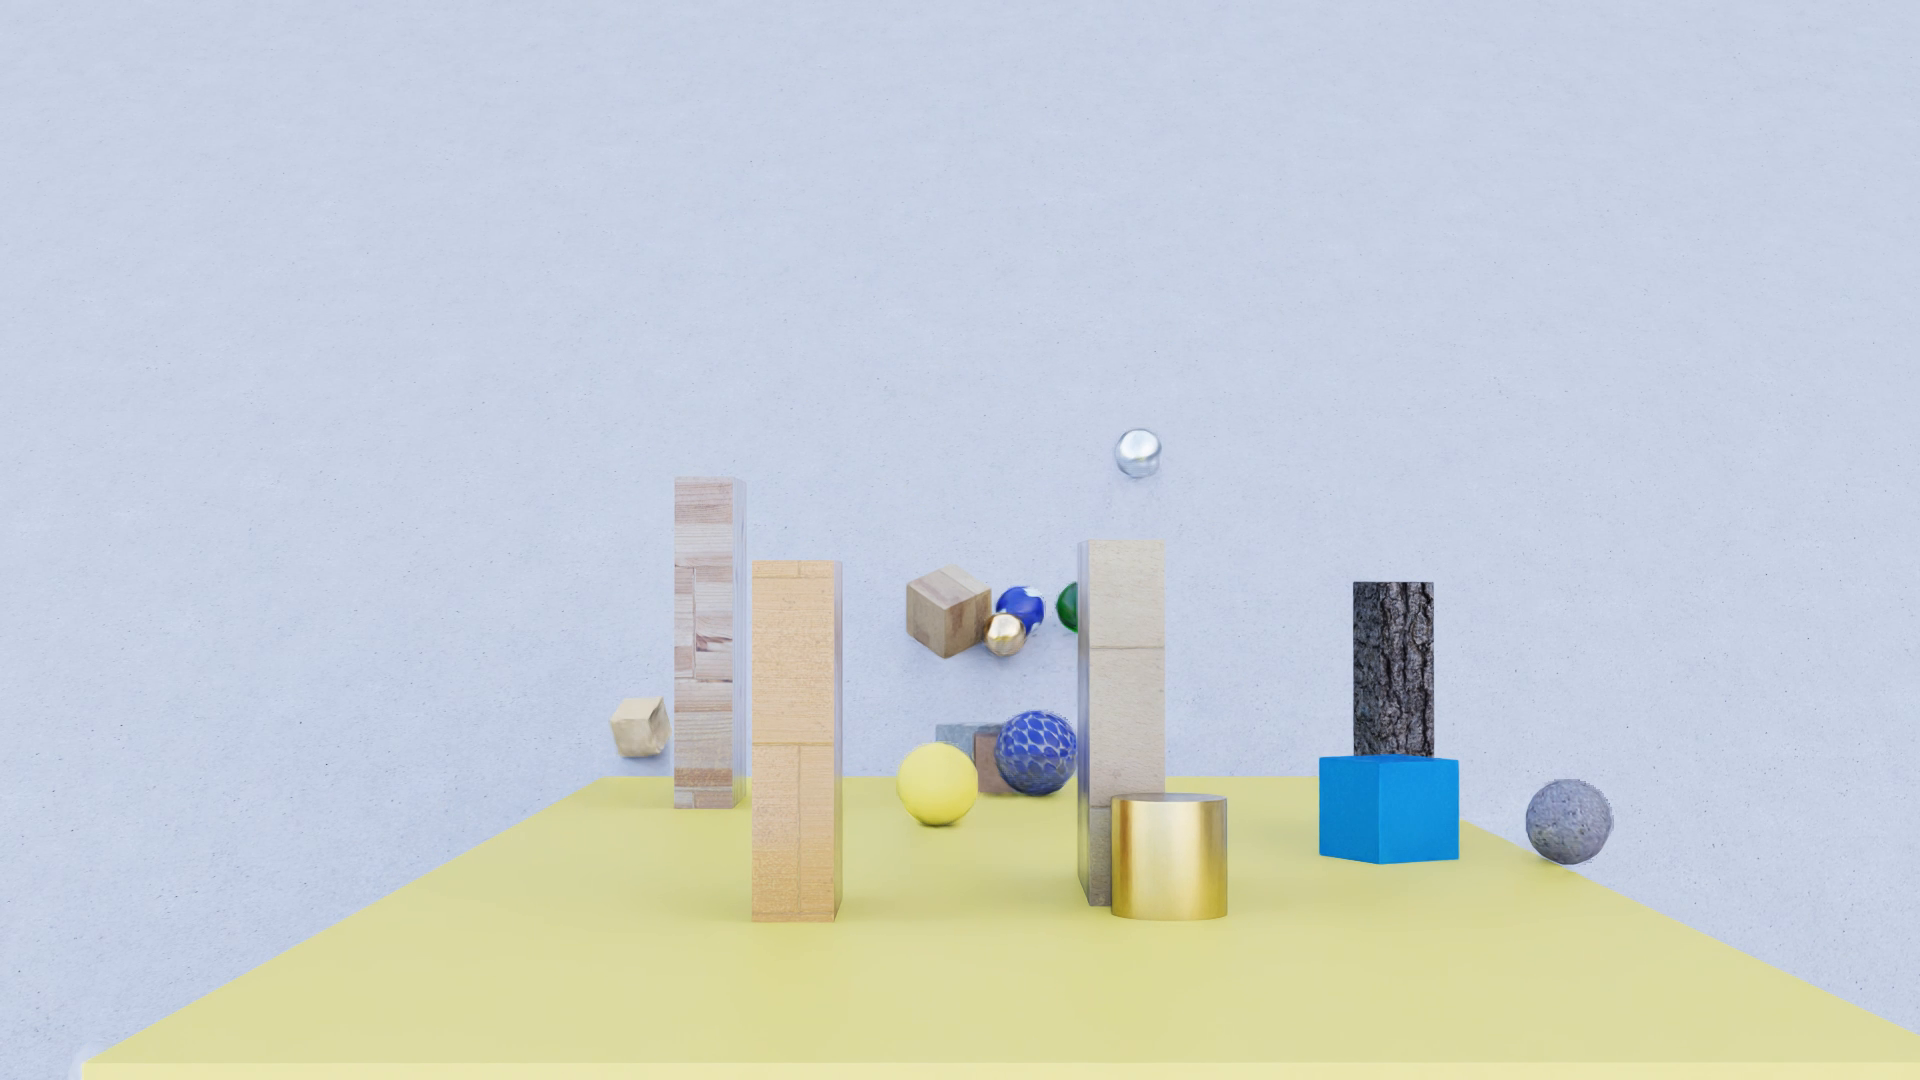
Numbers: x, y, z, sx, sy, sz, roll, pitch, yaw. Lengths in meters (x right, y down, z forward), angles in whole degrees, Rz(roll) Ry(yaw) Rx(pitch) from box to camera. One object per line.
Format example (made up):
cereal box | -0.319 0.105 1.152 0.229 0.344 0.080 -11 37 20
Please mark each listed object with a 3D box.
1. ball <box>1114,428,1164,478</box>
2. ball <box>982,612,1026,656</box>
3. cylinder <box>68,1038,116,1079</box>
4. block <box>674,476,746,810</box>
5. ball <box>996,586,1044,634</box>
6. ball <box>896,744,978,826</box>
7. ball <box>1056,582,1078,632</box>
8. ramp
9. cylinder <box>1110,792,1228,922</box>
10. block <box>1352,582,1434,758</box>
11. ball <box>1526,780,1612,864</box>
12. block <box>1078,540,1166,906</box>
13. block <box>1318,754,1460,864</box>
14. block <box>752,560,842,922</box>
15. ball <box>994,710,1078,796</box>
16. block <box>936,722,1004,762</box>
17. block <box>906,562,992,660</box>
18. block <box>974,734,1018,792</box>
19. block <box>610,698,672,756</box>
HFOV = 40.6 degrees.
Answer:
ball | 0.563 -0.273 8.142 0.156 0.156 0.156 0 33 0
ball | 0.126 0.266 7.300 0.126 0.126 0.126 0 33 0
cylinder | -1.904 1.209 5.833 0.138 0.138 0.138 15 36 23
block | -0.573 0.232 5.981 0.130 0.743 0.382 0 -1 0
ball | 0.171 0.202 7.408 0.142 0.142 0.142 0 33 0
ball | -0.046 0.509 5.399 0.171 0.171 0.171 0 33 0
ball | 0.349 0.192 7.389 0.149 0.149 0.149 0 33 0
ramp | 0.072 0.634 4.736 2.000 0.100 4.000 0 -1 0
cylinder | 0.320 0.483 3.967 0.178 0.178 0.178 0 -1 0
block | 0.867 0.337 5.196 0.104 0.507 0.347 0 -1 0
ball | 1.094 0.508 4.665 0.151 0.151 0.151 0 33 0
block | 0.262 0.289 4.270 0.118 0.574 0.424 0 -1 0
block | 0.789 0.493 4.774 0.181 0.181 0.181 0 -1 -28
block | -0.249 0.302 4.015 0.123 0.540 0.296 0 -1 0
ball | 0.182 0.505 6.143 0.202 0.202 0.202 0 33 0
block | 0.044 0.538 6.536 0.147 0.147 0.147 1 -1 -45
block | -0.032 0.201 7.382 0.171 0.171 0.171 -24 40 -32
block | 0.103 0.541 6.308 0.134 0.134 0.134 0 -1 -2
block | -0.852 0.500 6.931 0.113 0.113 0.113 -4 25 18
